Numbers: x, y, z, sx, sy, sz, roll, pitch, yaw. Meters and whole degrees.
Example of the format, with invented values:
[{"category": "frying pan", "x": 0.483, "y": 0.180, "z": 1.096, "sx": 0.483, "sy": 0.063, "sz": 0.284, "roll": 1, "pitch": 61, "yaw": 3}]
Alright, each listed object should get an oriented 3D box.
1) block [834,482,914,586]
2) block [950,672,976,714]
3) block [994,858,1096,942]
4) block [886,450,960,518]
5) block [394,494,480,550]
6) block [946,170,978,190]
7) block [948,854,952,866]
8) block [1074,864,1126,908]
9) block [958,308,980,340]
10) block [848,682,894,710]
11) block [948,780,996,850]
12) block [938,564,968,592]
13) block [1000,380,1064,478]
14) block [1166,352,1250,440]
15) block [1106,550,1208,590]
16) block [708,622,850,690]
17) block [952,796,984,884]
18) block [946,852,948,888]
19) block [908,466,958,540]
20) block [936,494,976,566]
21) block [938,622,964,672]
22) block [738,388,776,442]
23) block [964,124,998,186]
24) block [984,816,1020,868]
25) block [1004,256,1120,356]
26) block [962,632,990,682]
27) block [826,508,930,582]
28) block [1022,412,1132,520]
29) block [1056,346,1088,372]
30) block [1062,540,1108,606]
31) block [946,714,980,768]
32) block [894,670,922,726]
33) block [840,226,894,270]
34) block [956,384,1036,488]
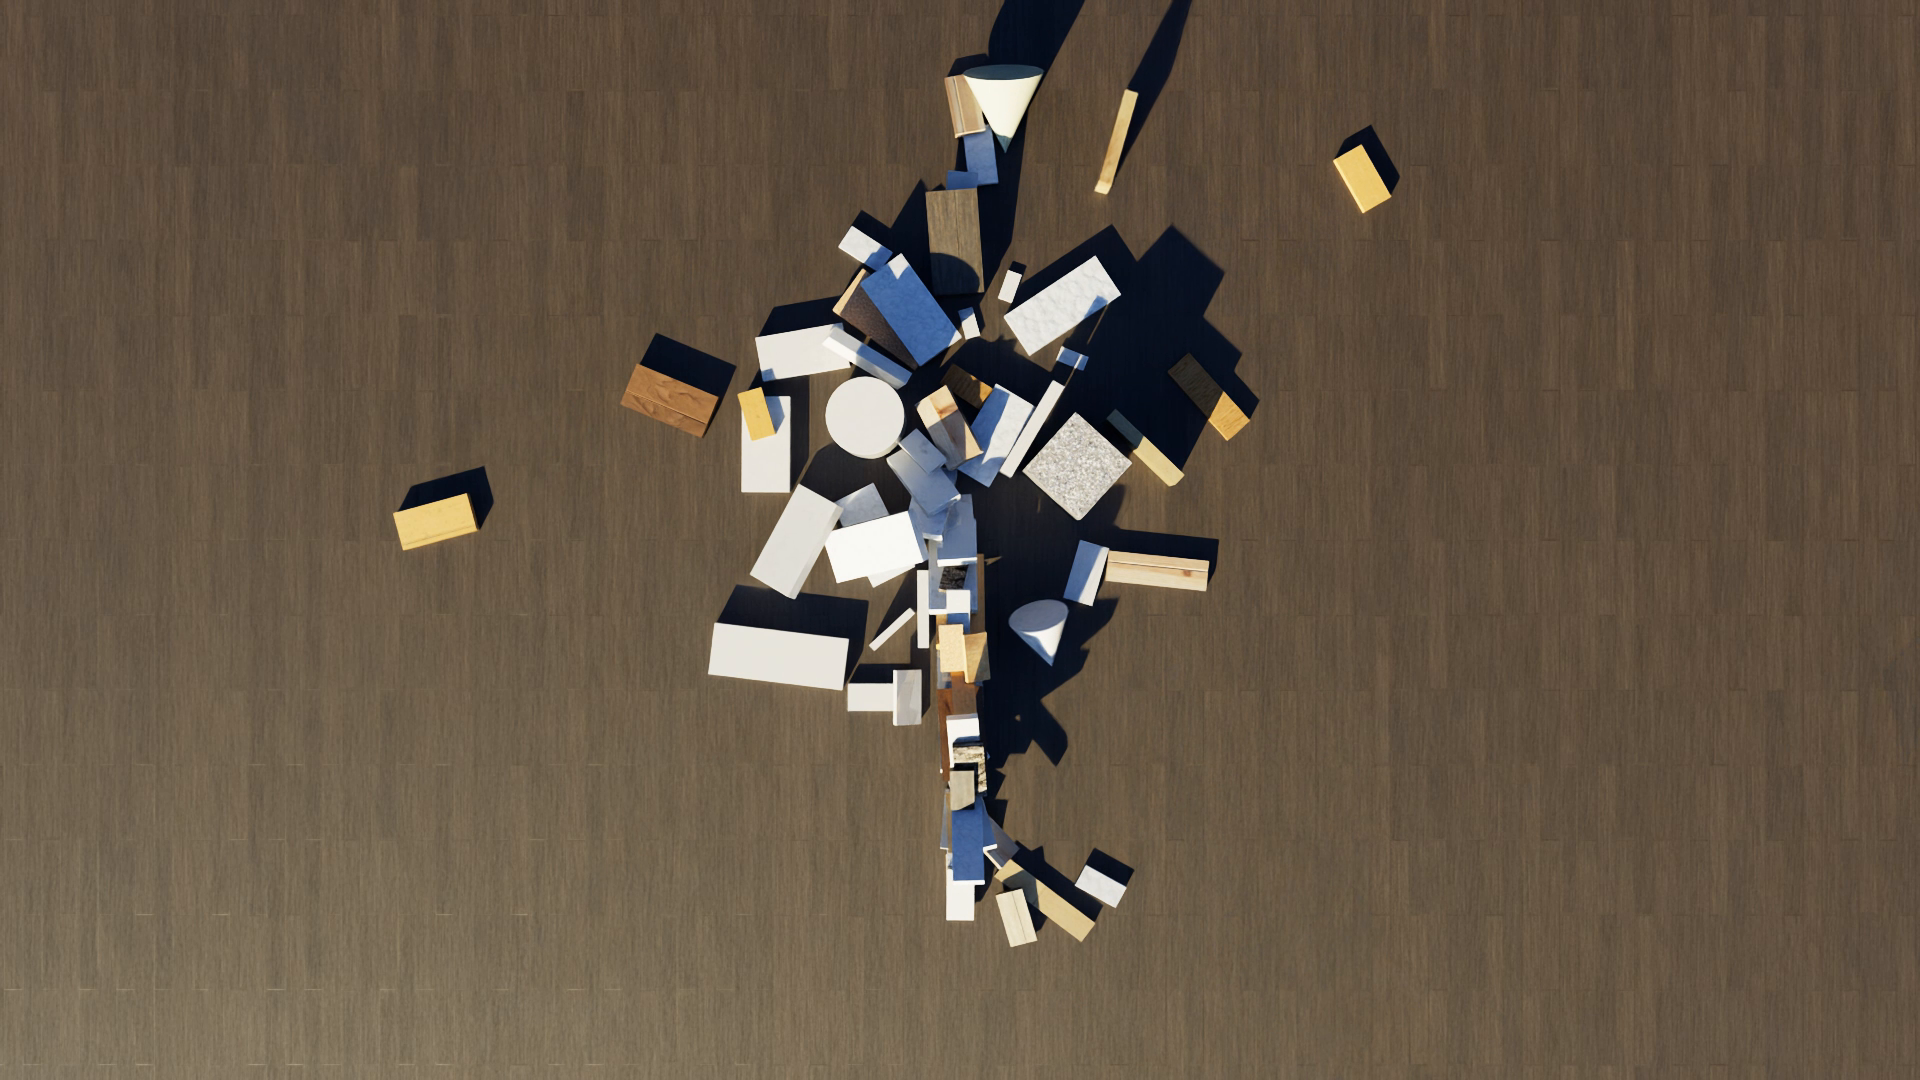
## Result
[{"category": "block", "x": -0.287, "y": -0.016, "z": 5.478, "sx": 0.155, "sy": 0.044, "sz": 0.310, "roll": -27, "pitch": 90, "yaw": 0}, {"category": "block", "x": 0.008, "y": 0.442, "z": 5.356, "sx": 0.074, "sy": 0.021, "sz": 0.398, "roll": -4, "pitch": 61, "yaw": 0}, {"category": "block", "x": 0.282, "y": 1.195, "z": 5.489, "sx": 0.361, "sy": 0.022, "sz": 0.077, "roll": 37, "pitch": 90, "yaw": 0}, {"category": "block", "x": -0.120, "y": -0.202, "z": 5.419, "sx": 0.126, "sy": 0.036, "sz": 0.252, "roll": -31, "pitch": 65, "yaw": -12}, {"category": "block", "x": -1.740, "y": -0.061, "z": 5.482, "sx": 0.252, "sy": 0.036, "sz": 0.126, "roll": -15, "pitch": 90, "yaw": 0}, {"category": "block", "x": 0.002, "y": -1.118, "z": 5.469, "sx": 0.101, "sy": 0.029, "sz": 0.202, "roll": 4, "pitch": 100, "yaw": 0}, {"category": "block", "x": 0.002, "y": 0.993, "z": 5.471, "sx": 0.090, "sy": 0.025, "sz": 0.179, "roll": -1, "pitch": 79, "yaw": 0}, {"category": "block", "x": 0.468, "y": 1.151, "z": 5.489, "sx": 0.154, "sy": 0.022, "sz": 0.077, "roll": 29, "pitch": 90, "yaw": 0}, {"category": "block", "x": 0.031, "y": -0.723, "z": 5.493, "sx": 0.049, "sy": 0.014, "sz": 0.097, "roll": -16, "pitch": 90, "yaw": 0}, {"category": "block", "x": -0.281, "y": 0.522, "z": 5.487, "sx": 0.180, "sy": 0.026, "sz": 0.090, "roll": 0, "pitch": 90, "yaw": 0}, {"category": "block", "x": 0.040, "y": 0.885, "z": 5.352, "sx": 0.091, "sy": 0.026, "sz": 0.267, "roll": -13, "pitch": 55, "yaw": -7}, {"category": "block", "x": -0.017, "y": 0.103, "z": 5.375, "sx": 0.074, "sy": 0.021, "sz": 0.148, "roll": 11, "pitch": 68, "yaw": 6}, {"category": "block", "x": 0.235, "y": -0.362, "z": 5.423, "sx": 0.044, "sy": 0.155, "sz": 0.338, "roll": 31, "pitch": 90, "yaw": 0}, {"category": "block", "x": 0.825, "y": -0.477, "z": 5.486, "sx": 0.097, "sy": 0.027, "sz": 0.304, "roll": -42, "pitch": 90, "yaw": 0}, {"category": "block", "x": 0.655, "y": 0.102, "z": 5.486, "sx": 0.334, "sy": 0.028, "sz": 0.100, "roll": 6, "pitch": 90, "yaw": 0}, {"category": "block", "x": -0.600, "y": 0.385, "z": 5.476, "sx": 0.446, "sy": 0.048, "sz": 0.170, "roll": 7, "pitch": 90, "yaw": 0}, {"category": "block", "x": 0.023, "y": 0.914, "z": 5.299, "sx": 0.099, "sy": 0.028, "sz": 0.399, "roll": -2, "pitch": 54, "yaw": 0}, {"category": "block", "x": 0.000, "y": 1.132, "z": 5.487, "sx": 0.090, "sy": 0.025, "sz": 0.179, "roll": -1, "pitch": 90, "yaw": 0}, {"category": "block", "x": -0.095, "y": -0.125, "z": 5.418, "sx": 0.126, "sy": 0.036, "sz": 0.253, "roll": 9, "pitch": 63, "yaw": 7}, {"category": "block", "x": -0.017, "y": -0.034, "z": 5.414, "sx": 0.126, "sy": 0.036, "sz": 0.253, "roll": -4, "pitch": 56, "yaw": -1}, {"category": "block", "x": -0.026, "y": 0.347, "z": 5.329, "sx": 0.078, "sy": 0.022, "sz": 0.156, "roll": -3, "pitch": 102, "yaw": 0}, {"category": "block", "x": -0.671, "y": -0.415, "z": 5.444, "sx": 0.081, "sy": 0.023, "sz": 0.162, "roll": -17, "pitch": 90, "yaw": 0}, {"category": "block", "x": 0.067, "y": -1.279, "z": 5.486, "sx": 0.097, "sy": 0.027, "sz": 0.194, "roll": -7, "pitch": 90, "yaw": 0}, {"category": "block", "x": 0.100, "y": 0.972, "z": 5.370, "sx": 0.182, "sy": 0.026, "sz": 0.091, "roll": 47, "pitch": 65, "yaw": -1}, {"category": "block", "x": 0.340, "y": -0.777, "z": 5.478, "sx": 0.361, "sy": 0.044, "sz": 0.154, "roll": -33, "pitch": 90, "yaw": 0}, {"category": "block", "x": 0.052, "y": 0.377, "z": 5.319, "sx": 0.078, "sy": 0.022, "sz": 0.156, "roll": -8, "pitch": 98, "yaw": -20}, {"category": "block", "x": -0.276, "y": 0.020, "z": 5.387, "sx": 0.340, "sy": 0.048, "sz": 0.170, "roll": -14, "pitch": 96, "yaw": 29}, {"category": "block", "x": 0.377, "y": -0.237, "z": 5.379, "sx": 0.243, "sy": 0.243, "sz": 0.243, "roll": 42, "pitch": 90, "yaw": 0}, {"category": "block", "x": 0.374, "y": -0.604, "z": 5.493, "sx": 0.097, "sy": 0.014, "sz": 0.049, "roll": 22, "pitch": 90, "yaw": 0}, {"category": "block", "x": 0.419, "y": 0.109, "z": 5.486, "sx": 0.100, "sy": 0.028, "sz": 0.200, "roll": 16, "pitch": 90, "yaw": 0}, {"category": "block", "x": 0.014, "y": 0.645, "z": 5.254, "sx": 0.099, "sy": 0.028, "sz": 0.198, "roll": -5, "pitch": 119, "yaw": 0}, {"category": "block", "x": -0.174, "y": 0.521, "z": 5.469, "sx": 0.090, "sy": 0.025, "sz": 0.180, "roll": 0, "pitch": 90, "yaw": -26}, {"category": "block", "x": -0.313, "y": -0.965, "z": 5.489, "sx": 0.162, "sy": 0.023, "sz": 0.081, "roll": 33, "pitch": 90, "yaw": 0}, {"category": "block", "x": 0.108, "y": -0.346, "z": 5.478, "sx": 0.154, "sy": 0.044, "sz": 0.309, "roll": 31, "pitch": 90, "yaw": 0}]
